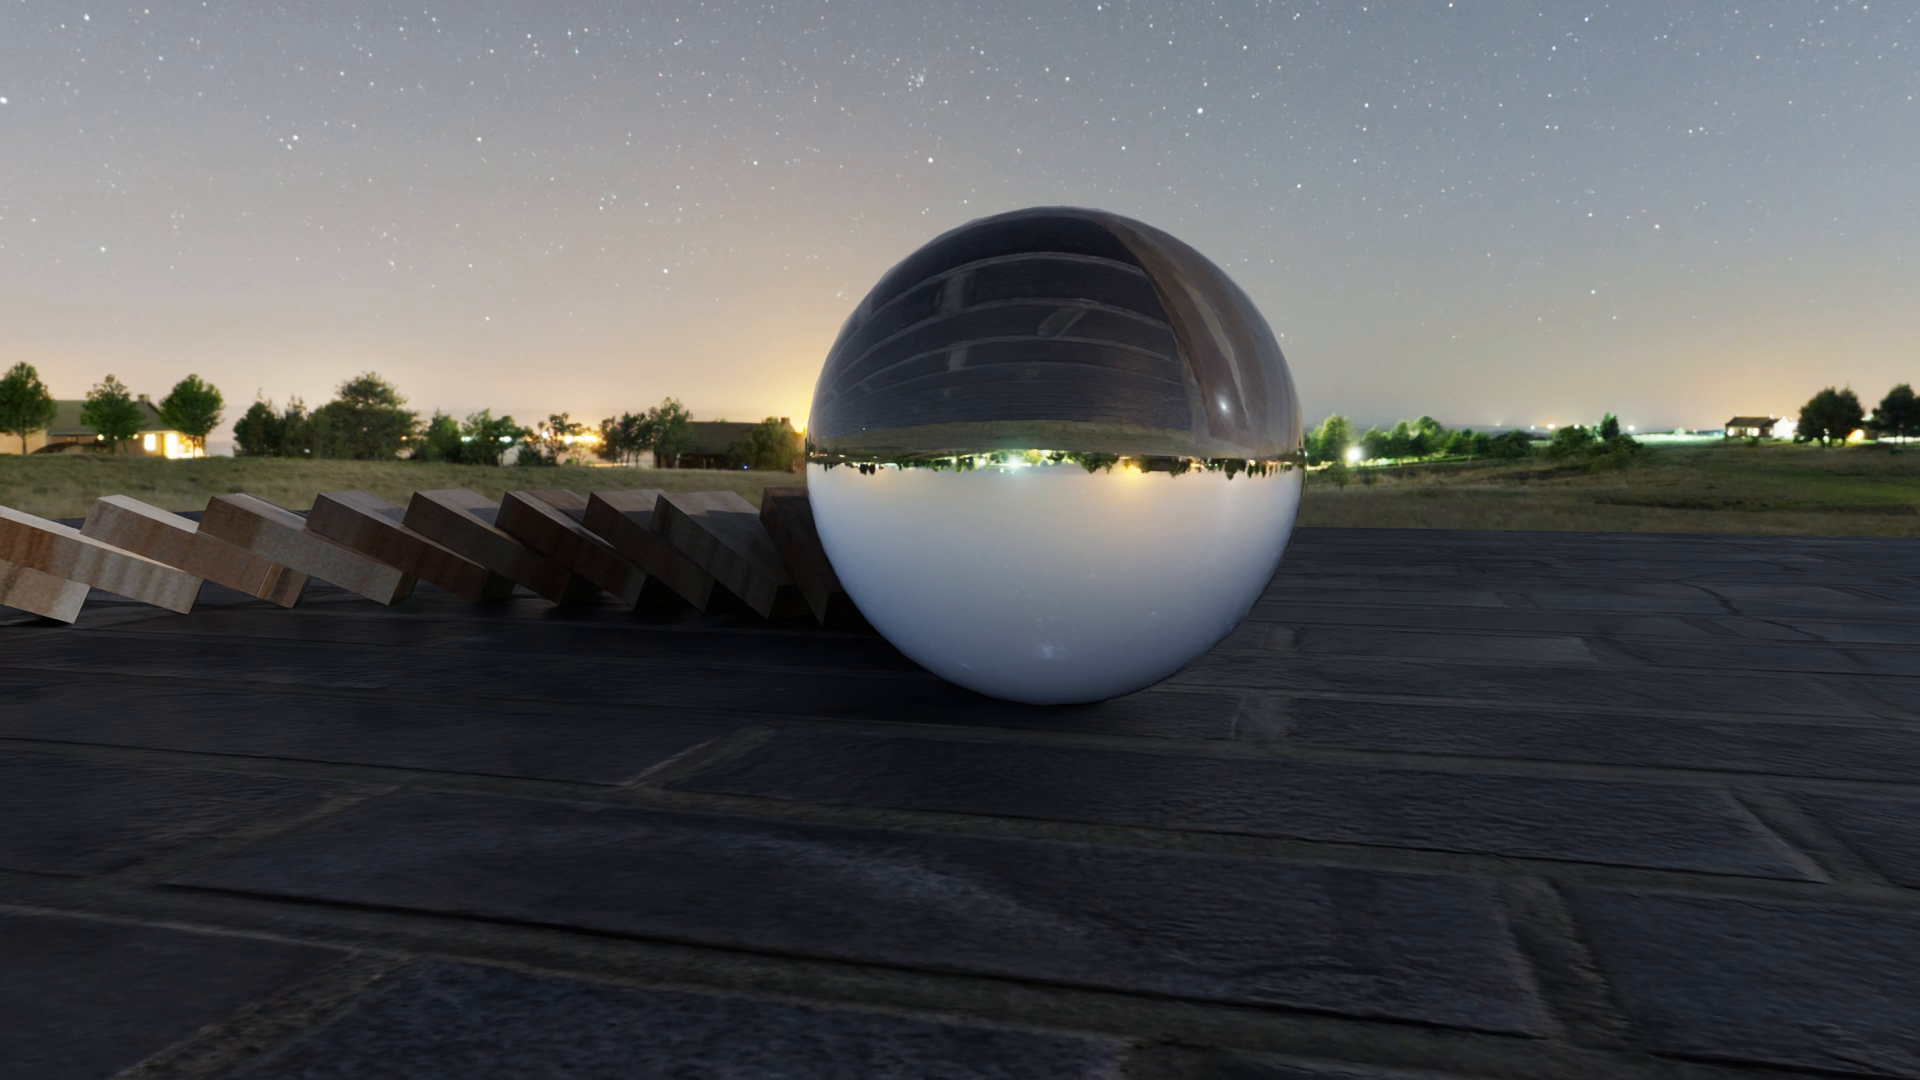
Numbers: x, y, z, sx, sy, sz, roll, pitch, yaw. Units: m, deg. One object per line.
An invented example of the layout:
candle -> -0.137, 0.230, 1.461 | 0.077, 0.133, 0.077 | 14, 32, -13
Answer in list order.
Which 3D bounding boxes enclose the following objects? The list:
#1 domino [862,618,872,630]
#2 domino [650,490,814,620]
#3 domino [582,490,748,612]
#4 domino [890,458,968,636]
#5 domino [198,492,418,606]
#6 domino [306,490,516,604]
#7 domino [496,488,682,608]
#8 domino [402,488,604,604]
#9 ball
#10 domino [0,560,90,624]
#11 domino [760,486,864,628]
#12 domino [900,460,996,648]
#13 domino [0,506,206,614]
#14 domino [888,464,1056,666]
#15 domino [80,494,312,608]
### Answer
domino -> -0.016, 0.000, 0.306 | 0.025, 0.010, 0.050 | 0, 42, -24
domino -> -0.055, 0.003, 0.332 | 0.050, 0.010, 0.025 | 33, 23, 33
domino -> -0.075, 0.002, 0.344 | 0.050, 0.009, 0.025 | 31, 20, 28
domino -> -0.002, 0.001, 0.293 | 0.025, 0.009, 0.050 | 3, 41, -9
domino -> -0.173, 0.002, 0.346 | 0.050, 0.010, 0.025 | 24, 0, -11
domino -> -0.149, 0.001, 0.353 | 0.050, 0.009, 0.025 | 25, 4, -1
domino -> -0.099, 0.001, 0.352 | 0.050, 0.010, 0.025 | 28, 14, 18
domino -> -0.124, 0.001, 0.354 | 0.050, 0.009, 0.025 | 26, 9, 8
ball -> 0.015, -0.013, 0.209 | 0.080, 0.080, 0.080 | 0, 4, 0
domino -> -0.233, 0.006, 0.294 | 0.025, 0.009, 0.050 | 5, -17, 39
domino -> -0.030, 0.003, 0.320 | 0.025, 0.009, 0.050 | -2, 32, -27
domino -> 0.001, 0.002, 0.277 | 0.025, 0.009, 0.050 | 2, 41, -10
domino -> -0.217, 0.005, 0.320 | 0.050, 0.009, 0.025 | 23, -7, -27
domino -> 0.001, 0.004, 0.261 | 0.025, 0.009, 0.050 | 0, 41, -12
domino -> -0.196, 0.003, 0.334 | 0.050, 0.010, 0.025 | 25, -5, -21
